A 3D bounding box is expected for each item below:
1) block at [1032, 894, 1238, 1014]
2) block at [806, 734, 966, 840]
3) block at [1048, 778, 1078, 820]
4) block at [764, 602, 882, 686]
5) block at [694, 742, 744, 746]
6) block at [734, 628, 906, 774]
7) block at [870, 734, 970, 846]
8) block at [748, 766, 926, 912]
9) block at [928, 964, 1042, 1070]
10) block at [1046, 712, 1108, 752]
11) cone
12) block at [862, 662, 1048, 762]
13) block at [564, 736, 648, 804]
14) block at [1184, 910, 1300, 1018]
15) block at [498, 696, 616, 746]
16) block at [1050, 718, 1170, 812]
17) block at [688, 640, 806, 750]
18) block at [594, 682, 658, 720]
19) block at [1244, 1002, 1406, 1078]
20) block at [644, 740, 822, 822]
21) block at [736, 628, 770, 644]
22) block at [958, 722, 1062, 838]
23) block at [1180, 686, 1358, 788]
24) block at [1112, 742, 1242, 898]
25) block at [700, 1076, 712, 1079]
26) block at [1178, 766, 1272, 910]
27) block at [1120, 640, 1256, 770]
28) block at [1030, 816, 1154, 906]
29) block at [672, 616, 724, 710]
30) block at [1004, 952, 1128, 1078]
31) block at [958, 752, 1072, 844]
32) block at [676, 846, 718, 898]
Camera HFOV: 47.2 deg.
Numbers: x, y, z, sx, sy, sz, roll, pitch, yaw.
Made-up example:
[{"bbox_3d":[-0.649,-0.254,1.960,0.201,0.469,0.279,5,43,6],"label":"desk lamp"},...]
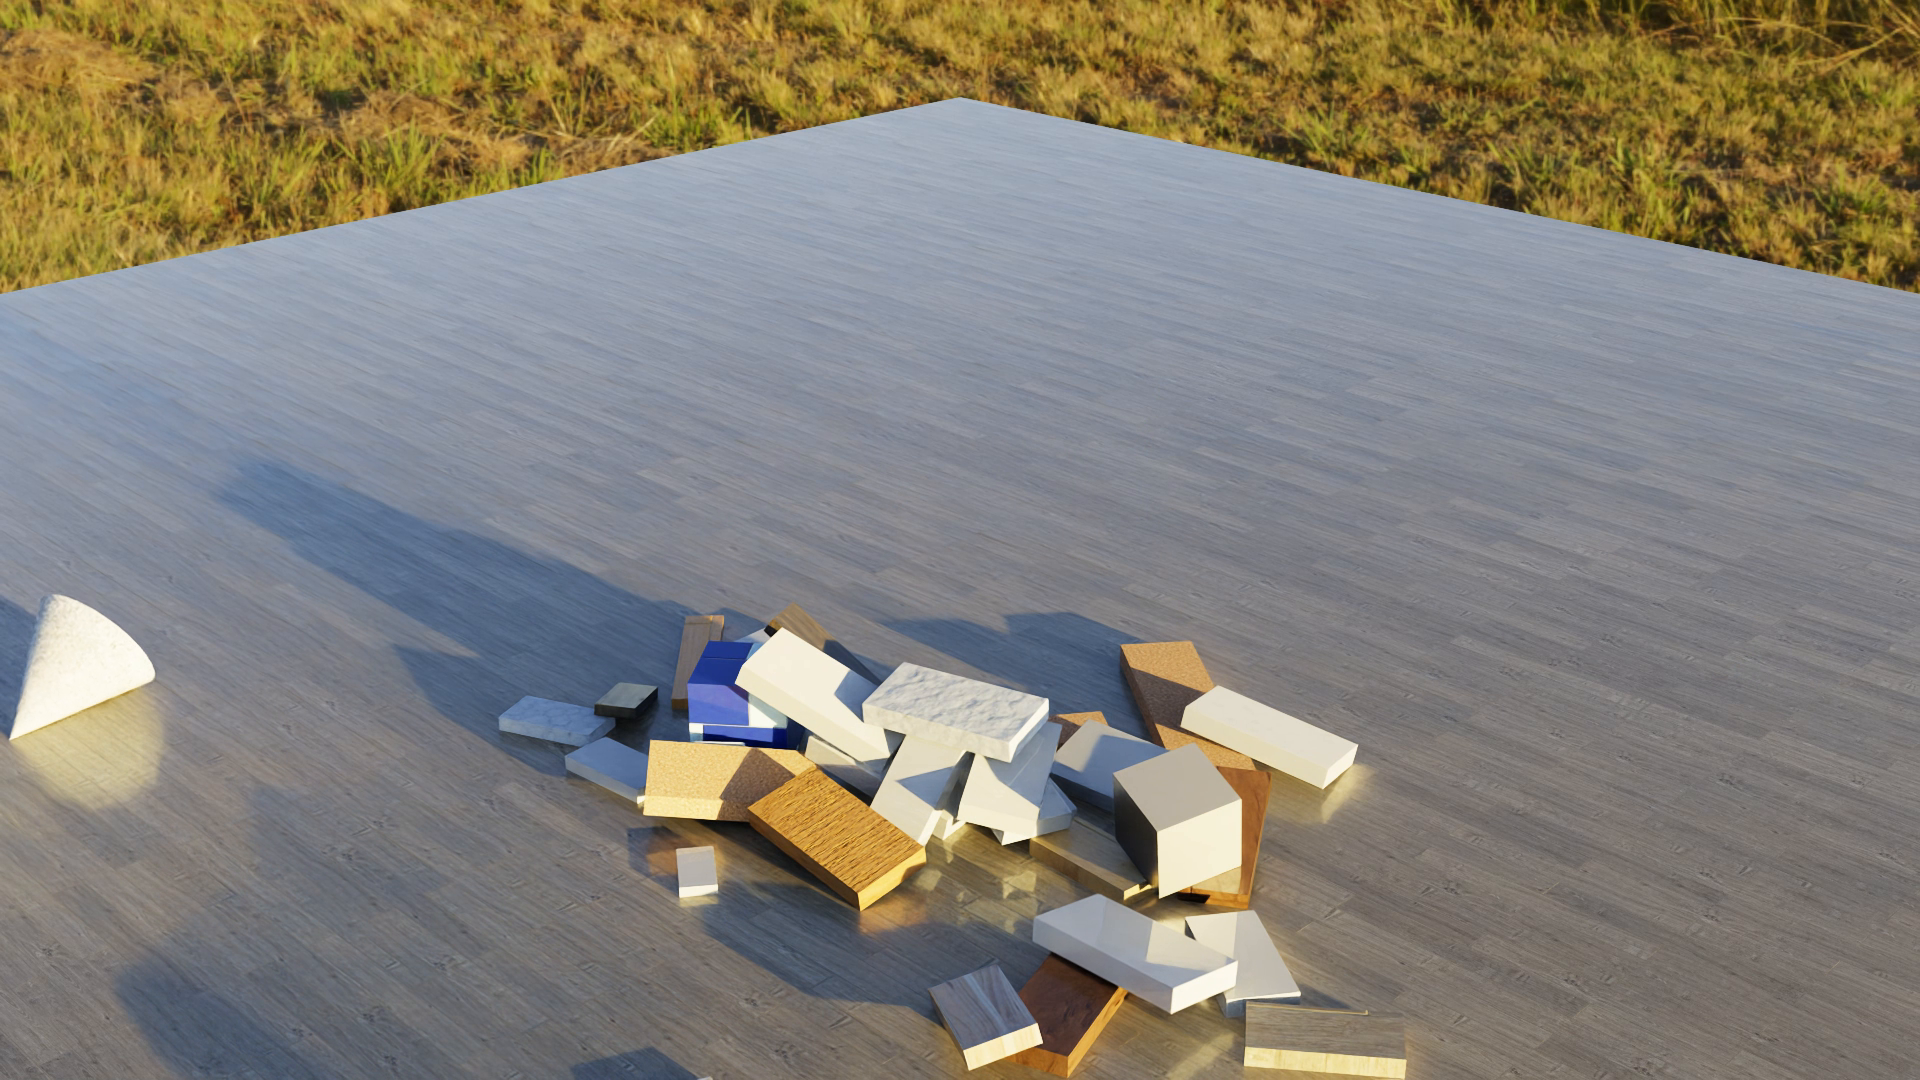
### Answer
[{"bbox_3d":[0.306,0.726,3.883,0.167,0.047,0.334,-11,22,-42],"label":"block"},{"bbox_3d":[-0.122,0.470,4.484,0.352,0.050,0.176,28,33,24],"label":"block"},{"bbox_3d":[0.110,0.489,4.459,0.129,0.037,0.258,-9,39,-34],"label":"block"},{"bbox_3d":[-0.237,0.298,4.687,0.404,0.037,0.129,42,22,2],"label":"block"},{"bbox_3d":[-0.500,0.435,4.538,0.104,0.052,0.015,2,58,-15],"label":"block"},{"bbox_3d":[-0.266,0.326,4.505,0.352,0.050,0.176,31,33,9],"label":"block"},{"bbox_3d":[-0.094,0.506,4.341,0.129,0.037,0.258,13,60,27],"label":"block"},{"bbox_3d":[-0.240,0.573,4.252,0.167,0.047,0.334,-31,44,-31],"label":"block"},{"bbox_3d":[0.040,0.804,3.723,0.129,0.037,0.258,-18,15,-10],"label":"block"},{"bbox_3d":[0.191,0.423,4.716,0.258,0.037,0.129,-4,23,-10],"label":"block"},{"bbox_3d":[-1.986,0.327,4.822,0.295,0.295,0.295,12,52,26],"label":"cone"},{"bbox_3d":[-0.009,0.343,4.418,0.334,0.047,0.167,13,34,26],"label":"block"},{"bbox_3d":[-0.707,0.479,4.592,0.224,0.032,0.112,18,29,37],"label":"block"},{"bbox_3d":[0.502,0.755,3.932,0.132,0.037,0.265,-4,23,-10],"label":"block"},{"bbox_3d":[-0.877,0.395,4.789,0.224,0.032,0.112,9,25,20],"label":"block"},{"bbox_3d":[0.349,0.484,4.494,0.332,0.047,0.166,19,48,37],"label":"block"},{"bbox_3d":[-0.450,0.355,4.663,0.205,0.205,0.205,3,23,6],"label":"block"},{"bbox_3d":[-0.734,0.354,4.844,0.090,0.025,0.180,6,12,7],"label":"block"},{"bbox_3d":[0.616,0.845,3.721,0.265,0.037,0.132,3,23,7],"label":"block"},{"bbox_3d":[-0.455,0.491,4.443,0.352,0.050,0.176,5,33,-7],"label":"block"},{"bbox_3d":[-0.457,0.244,5.153,0.090,0.026,0.180,19,29,37],"label":"block"},{"bbox_3d":[0.101,0.457,4.348,0.149,0.042,0.299,13,36,6],"label":"block"},{"bbox_3d":[0.651,0.412,4.636,0.332,0.047,0.166,23,23,25],"label":"block"},{"bbox_3d":[0.410,0.527,4.150,0.176,0.176,0.176,-19,40,-17],"label":"block"},{"bbox_3d":[-0.463,0.917,3.572,0.144,0.020,0.072,-10,25,-21],"label":"block"},{"bbox_3d":[0.515,0.570,4.257,0.132,0.037,0.333,6,39,13],"label":"block"},{"bbox_3d":[0.491,0.381,4.803,0.166,0.047,0.627,-3,23,-6],"label":"block"},{"bbox_3d":[0.270,0.620,4.252,0.129,0.037,0.258,-19,30,-38],"label":"block"},{"bbox_3d":[-0.603,0.278,5.074,0.090,0.026,0.436,-1,23,-2],"label":"block"},{"bbox_3d":[0.177,0.809,3.799,0.149,0.042,0.299,11,25,24],"label":"block"},{"bbox_3d":[0.085,0.477,4.390,0.149,0.042,0.299,-11,40,-25],"label":"block"},{"bbox_3d":[-0.507,0.637,4.232,0.072,0.020,0.144,-4,23,-8],"label":"block"}]
